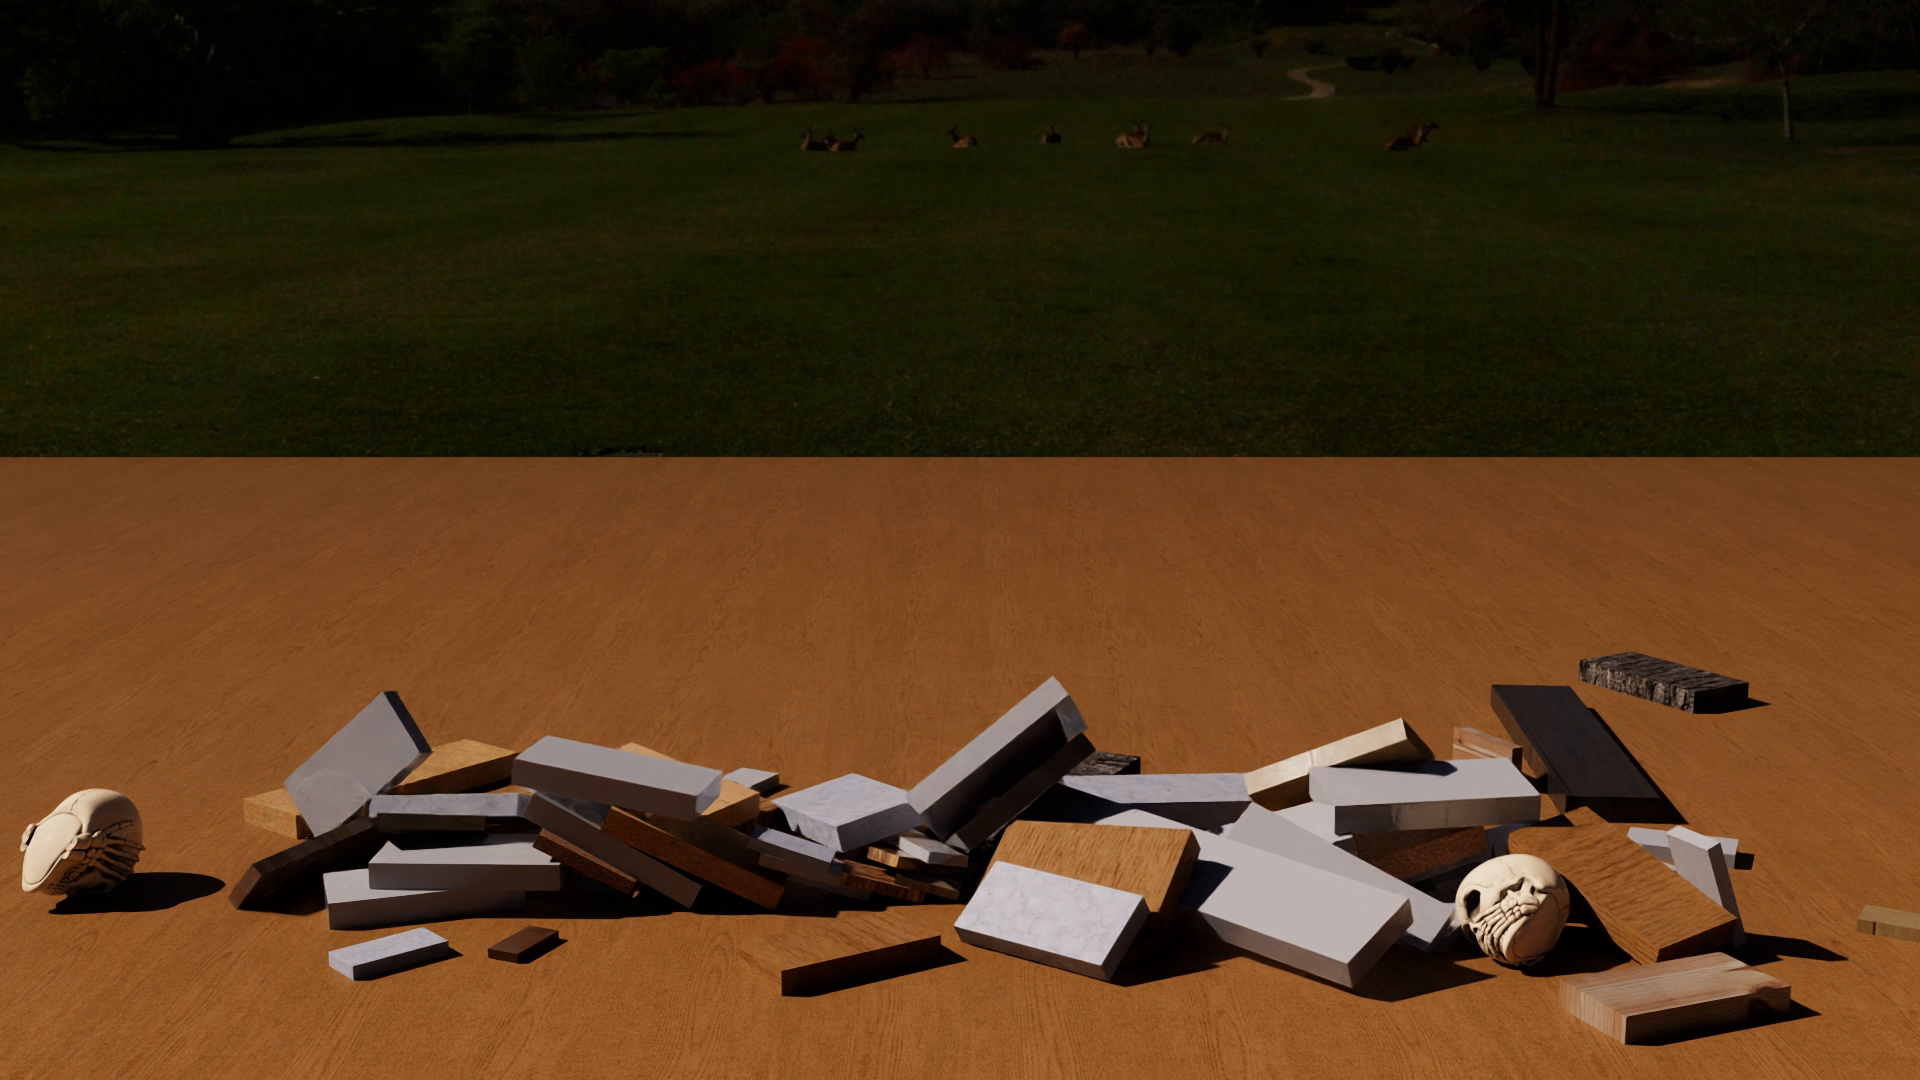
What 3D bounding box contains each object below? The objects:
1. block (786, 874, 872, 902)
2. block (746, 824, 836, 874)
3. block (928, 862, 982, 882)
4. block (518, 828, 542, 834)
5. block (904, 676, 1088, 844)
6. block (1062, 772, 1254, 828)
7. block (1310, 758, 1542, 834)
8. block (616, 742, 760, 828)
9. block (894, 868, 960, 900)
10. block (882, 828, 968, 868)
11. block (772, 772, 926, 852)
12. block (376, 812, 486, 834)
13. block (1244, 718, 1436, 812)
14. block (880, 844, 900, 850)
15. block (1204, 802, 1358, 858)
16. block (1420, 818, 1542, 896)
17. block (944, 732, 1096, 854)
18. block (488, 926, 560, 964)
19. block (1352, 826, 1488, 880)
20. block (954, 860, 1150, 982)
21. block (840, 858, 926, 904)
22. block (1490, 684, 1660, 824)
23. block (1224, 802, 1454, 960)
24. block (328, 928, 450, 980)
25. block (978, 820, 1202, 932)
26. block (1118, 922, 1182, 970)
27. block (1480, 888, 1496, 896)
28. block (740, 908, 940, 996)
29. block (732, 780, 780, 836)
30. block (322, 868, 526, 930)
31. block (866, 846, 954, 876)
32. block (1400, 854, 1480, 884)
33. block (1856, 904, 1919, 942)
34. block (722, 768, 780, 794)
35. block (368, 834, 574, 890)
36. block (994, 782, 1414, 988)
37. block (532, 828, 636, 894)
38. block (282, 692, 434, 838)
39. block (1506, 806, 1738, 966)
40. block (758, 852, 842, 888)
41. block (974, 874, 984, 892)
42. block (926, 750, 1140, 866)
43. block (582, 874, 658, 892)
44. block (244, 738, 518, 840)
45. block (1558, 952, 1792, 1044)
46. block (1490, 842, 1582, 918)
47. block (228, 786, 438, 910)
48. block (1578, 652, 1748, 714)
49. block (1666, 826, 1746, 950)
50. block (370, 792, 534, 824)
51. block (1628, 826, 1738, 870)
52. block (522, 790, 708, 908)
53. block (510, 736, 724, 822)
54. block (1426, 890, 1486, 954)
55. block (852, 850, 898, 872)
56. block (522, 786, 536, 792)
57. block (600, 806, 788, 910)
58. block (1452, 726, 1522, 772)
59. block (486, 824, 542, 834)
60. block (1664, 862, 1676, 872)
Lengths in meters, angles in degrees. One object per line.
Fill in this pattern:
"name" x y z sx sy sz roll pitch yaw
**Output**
"block" -0.216 0.562 3.652 0.140 0.020 0.070 16 11 -6
"block" -0.276 0.508 3.617 0.139 0.020 0.069 18 11 2
"block" -0.023 0.565 3.764 0.108 0.015 0.054 4 11 20
"block" -0.802 0.520 3.927 0.311 0.044 0.155 -4 11 -21
"block" 0.064 0.375 3.732 0.045 0.319 0.160 49 -5 29
"block" 0.363 0.468 3.940 0.341 0.048 0.171 -1 11 -4
"block" 0.766 0.422 3.639 0.340 0.048 0.170 -2 16 -5
"block" -0.533 0.451 3.951 0.320 0.045 0.160 16 21 34
"block" -0.054 0.568 3.644 0.108 0.015 0.054 15 9 0
"block" -0.076 0.520 3.777 0.069 0.020 0.335 9 -1 -20
"block" -0.199 0.482 3.911 0.166 0.047 0.332 -17 8 -23
"block" -0.882 0.475 3.673 0.174 0.025 0.087 3 -13 -11
"block" 0.653 0.402 3.769 0.293 0.041 0.146 -23 -40 22
"block" -0.082 0.541 3.800 0.106 0.015 0.053 4 1 18
"block" 0.469 0.522 3.626 0.340 0.048 0.170 -15 16 0
"block" 0.888 0.534 3.690 0.241 0.034 0.121 -14 21 -7
"block" 0.101 0.434 3.712 0.275 0.039 0.138 -37 -7 -16
"block" -0.678 0.628 3.419 0.055 0.016 0.110 5 12 24
"block" 0.680 0.511 3.650 0.340 0.048 0.170 -17 17 -5
"block" 0.141 0.586 3.396 0.275 0.039 0.138 8 46 36
"block" -0.129 0.566 3.646 0.140 0.020 0.070 15 9 -5
"block" 1.230 0.420 4.451 0.171 0.048 0.832 1 11 4
"block" 0.595 0.535 3.480 0.374 0.025 0.088 27 61 31
"block" -0.875 0.634 3.372 0.159 0.023 0.080 -9 14 -41
"block" 0.202 0.533 3.511 0.332 0.047 0.166 -1 42 32
"block" 0.263 0.622 3.430 0.088 0.025 0.176 8 13 35
"block" 0.877 0.570 3.718 0.154 0.022 0.077 8 13 38
"block" -0.182 0.628 3.360 0.275 0.039 0.138 -7 12 -32
"block" -0.471 0.504 3.939 0.269 0.038 0.135 -13 26 -42
"block" -0.882 0.577 3.619 0.311 0.044 0.155 -4 11 -19
"block" -0.082 0.538 3.688 0.070 0.020 0.140 11 -4 43
"block" 0.730 0.535 3.673 0.241 0.034 0.121 -18 18 -8
"block" 1.514 0.614 3.482 0.163 0.022 0.077 6 12 31
"block" -0.430 0.475 4.221 0.085 0.024 0.170 6 12 29
"block" -0.799 0.530 3.629 0.311 0.044 0.155 0 11 1
"block" 0.371 0.538 3.507 0.714 0.047 0.166 13 39 43
"block" -0.609 0.518 3.604 0.174 0.025 0.087 28 10 -5
"block" -1.068 0.404 3.897 0.269 0.135 0.038 -40 -16 15
"block" 1.039 0.546 3.470 0.165 0.047 0.329 -13 32 -26
"block" -0.263 0.532 3.622 0.139 0.020 0.069 16 11 -6
"block" 0.083 0.579 3.687 0.108 0.015 0.054 2 11 11
"block" 0.147 0.489 4.085 0.165 0.047 0.594 5 12 26
"block" -0.552 0.569 3.720 0.159 0.023 0.080 1 11 4
"block" -1.094 0.469 4.194 0.160 0.045 0.517 8 13 37
"block" 1.033 0.660 3.179 0.293 0.041 0.146 -4 11 -22
"block" 0.995 0.555 3.581 0.241 0.034 0.121 1 48 3
"block" -1.068 0.526 3.790 0.025 0.087 0.471 45 24 11
"block" 1.592 0.320 4.988 0.171 0.048 0.341 -6 12 -29
"block" 1.165 0.542 3.434 0.026 0.184 0.092 -27 19 -18
"block" -0.849 0.459 3.745 0.269 0.038 0.135 -2 -13 13
"block" 1.268 0.541 3.864 0.184 0.026 0.092 4 11 22
"block" -0.559 0.495 3.655 0.312 0.044 0.156 29 10 1
"block" -0.567 0.394 3.648 0.312 0.044 0.156 11 11 8
"block" 0.762 0.607 3.505 0.096 0.027 0.192 6 12 31
"block" -0.129 0.558 3.801 0.106 0.015 0.053 6 12 28
"block" -0.765 0.462 4.291 0.170 0.024 0.085 -8 14 -38
"block" -0.433 0.505 3.648 0.312 0.044 0.156 25 10 -4
"block" 1.031 0.427 4.304 0.025 0.088 0.176 -5 12 -25
"block" -0.781 0.492 3.890 0.274 0.023 0.080 -9 14 -39
"block" 1.055 0.537 3.729 0.096 0.027 0.305 -12 19 -43
